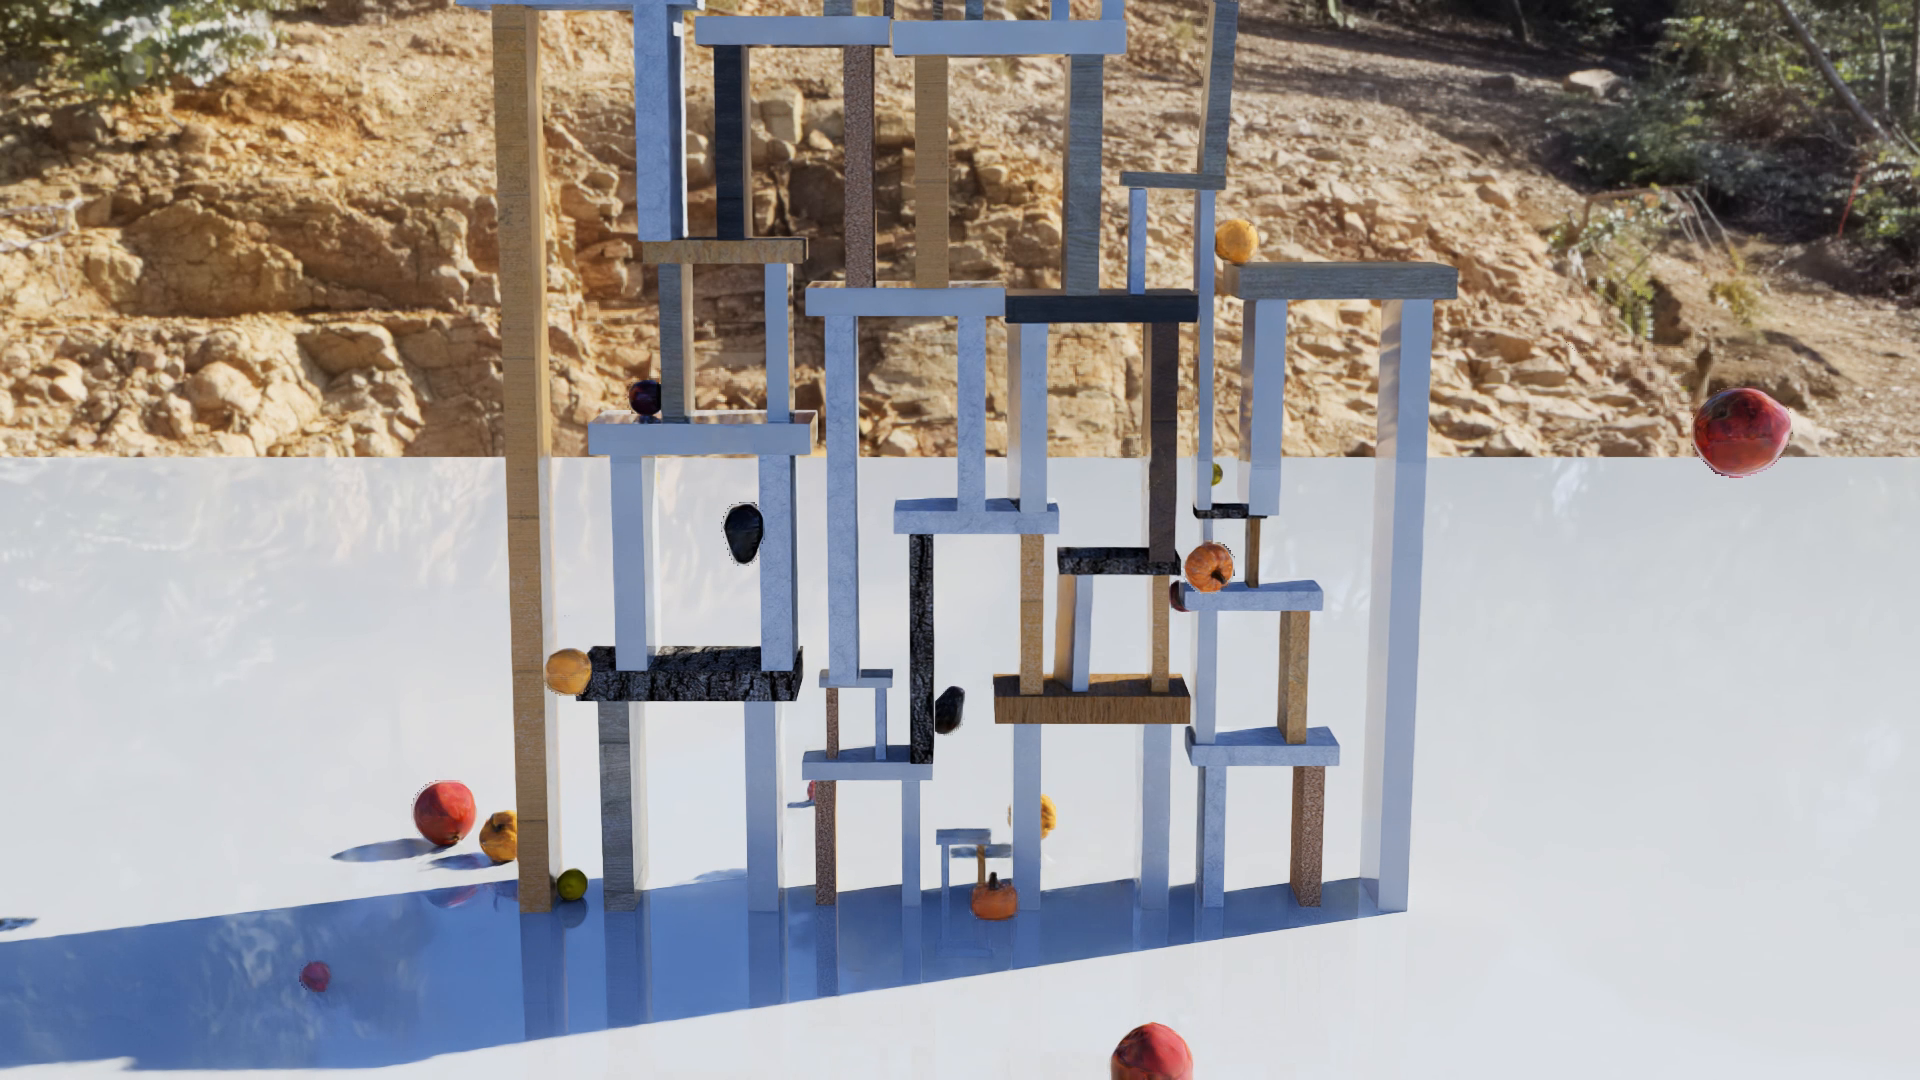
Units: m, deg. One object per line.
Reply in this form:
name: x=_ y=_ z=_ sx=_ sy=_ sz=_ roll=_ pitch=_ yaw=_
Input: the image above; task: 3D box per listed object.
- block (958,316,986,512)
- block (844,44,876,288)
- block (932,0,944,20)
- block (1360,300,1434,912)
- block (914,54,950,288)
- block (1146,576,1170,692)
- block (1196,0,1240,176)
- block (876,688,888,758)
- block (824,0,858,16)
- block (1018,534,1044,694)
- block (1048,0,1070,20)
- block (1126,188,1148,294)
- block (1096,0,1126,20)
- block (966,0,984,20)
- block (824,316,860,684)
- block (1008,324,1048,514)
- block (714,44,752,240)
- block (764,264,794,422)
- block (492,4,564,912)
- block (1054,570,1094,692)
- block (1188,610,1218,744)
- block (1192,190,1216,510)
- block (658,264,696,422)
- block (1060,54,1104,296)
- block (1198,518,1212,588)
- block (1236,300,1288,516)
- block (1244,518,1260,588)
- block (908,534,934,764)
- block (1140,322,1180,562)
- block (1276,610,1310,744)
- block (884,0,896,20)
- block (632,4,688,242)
block: x=0.018 y=-0.210 z=3.521 sx=0.044 sy=0.310 sz=0.155 roll=0 pitch=11 yaw=0
block: x=-0.156 y=-0.586 z=3.450 sx=0.042 sy=0.368 sz=0.148 roll=0 pitch=11 yaw=0
block: x=-0.033 y=-0.859 z=3.392 sx=0.016 sy=0.121 sz=0.057 roll=2 pitch=11 yaw=-1
block: x=0.707 y=0.101 z=3.578 sx=0.048 sy=0.995 sz=0.170 roll=0 pitch=11 yaw=0
block: x=-0.043 y=-0.578 z=3.451 sx=0.050 sy=0.353 sz=0.176 roll=0 pitch=11 yaw=0
block: x=0.323 y=0.142 z=3.587 sx=0.027 sy=0.193 sz=0.096 roll=0 pitch=11 yaw=0
block: x=0.407 y=-0.809 z=3.405 sx=0.035 sy=0.479 sz=0.124 roll=4 pitch=11 yaw=1
block: x=-0.129 y=0.293 z=3.611 sx=0.017 sy=0.120 sz=0.060 roll=0 pitch=11 yaw=0
block: x=-0.183 y=-0.992 z=3.376 sx=0.043 sy=0.373 sz=0.153 roll=1 pitch=11 yaw=0
block: x=0.115 y=0.108 z=3.581 sx=0.037 sy=0.263 sz=0.131 roll=0 pitch=10 yaw=0
block: x=0.155 y=-0.898 z=3.388 sx=0.028 sy=0.197 sz=0.099 roll=1 pitch=11 yaw=-1
block: x=0.279 y=-0.473 z=3.470 sx=0.023 sy=0.161 sz=0.081 roll=0 pitch=11 yaw=0
block: x=0.242 y=-0.924 z=3.382 sx=0.035 sy=0.248 sz=0.124 roll=5 pitch=11 yaw=-1
block: x=0.023 y=-0.898 z=3.388 sx=0.028 sy=0.197 sz=0.099 roll=0 pitch=11 yaw=0
block: x=-0.188 y=-0.073 z=3.547 sx=0.044 sy=0.589 sz=0.155 roll=0 pitch=11 yaw=0
block: x=0.107 y=-0.203 z=3.516 sx=0.042 sy=0.299 sz=0.149 roll=-1 pitch=11 yaw=-7
block: x=-0.355 y=-0.621 z=3.443 sx=0.042 sy=0.296 sz=0.148 roll=0 pitch=11 yaw=0
block: x=-0.287 y=-0.319 z=3.502 sx=0.035 sy=0.248 sz=0.124 roll=0 pitch=11 yaw=0
block: x=-0.692 y=-0.117 z=3.535 sx=0.050 sy=1.439 sz=0.177 roll=0 pitch=11 yaw=-4
block: x=0.184 y=0.142 z=3.586 sx=0.027 sy=0.193 sz=0.096 roll=-1 pitch=10 yaw=-16
block: x=0.398 y=0.212 z=3.601 sx=0.031 sy=0.221 sz=0.111 roll=0 pitch=11 yaw=0
block: x=0.387 y=-0.303 z=3.504 sx=0.023 sy=0.505 sz=0.081 roll=-1 pitch=11 yaw=-1
block: x=-0.450 y=-0.319 z=3.500 sx=0.035 sy=0.248 sz=0.124 roll=0 pitch=11 yaw=1
block: x=0.191 y=-0.573 z=3.452 sx=0.050 sy=0.365 sz=0.176 roll=0 pitch=11 yaw=-1
block: x=0.398 y=0.016 z=3.565 sx=0.016 sy=0.113 sz=0.057 roll=0 pitch=11 yaw=0
block: x=0.482 y=-0.221 z=3.518 sx=0.048 sy=0.339 sz=0.170 roll=1 pitch=11 yaw=1
block: x=0.474 y=0.017 z=3.565 sx=0.016 sy=0.113 sz=0.057 roll=0 pitch=11 yaw=0
block: x=-0.062 y=0.165 z=3.593 sx=0.037 sy=0.379 sz=0.131 roll=0 pitch=11 yaw=0
block: x=0.320 y=-0.166 z=3.529 sx=0.042 sy=0.379 sz=0.149 roll=0 pitch=11 yaw=0
block: x=0.546 y=0.212 z=3.601 sx=0.031 sy=0.221 sz=0.111 roll=0 pitch=11 yaw=0
block: x=-0.108 y=-0.863 z=3.394 sx=0.016 sy=0.113 sz=0.057 roll=2 pitch=11 yaw=0
block: x=-0.467 y=-0.650 z=3.439 sx=0.050 sy=0.355 sz=0.177 roll=1 pitch=11 yaw=1
